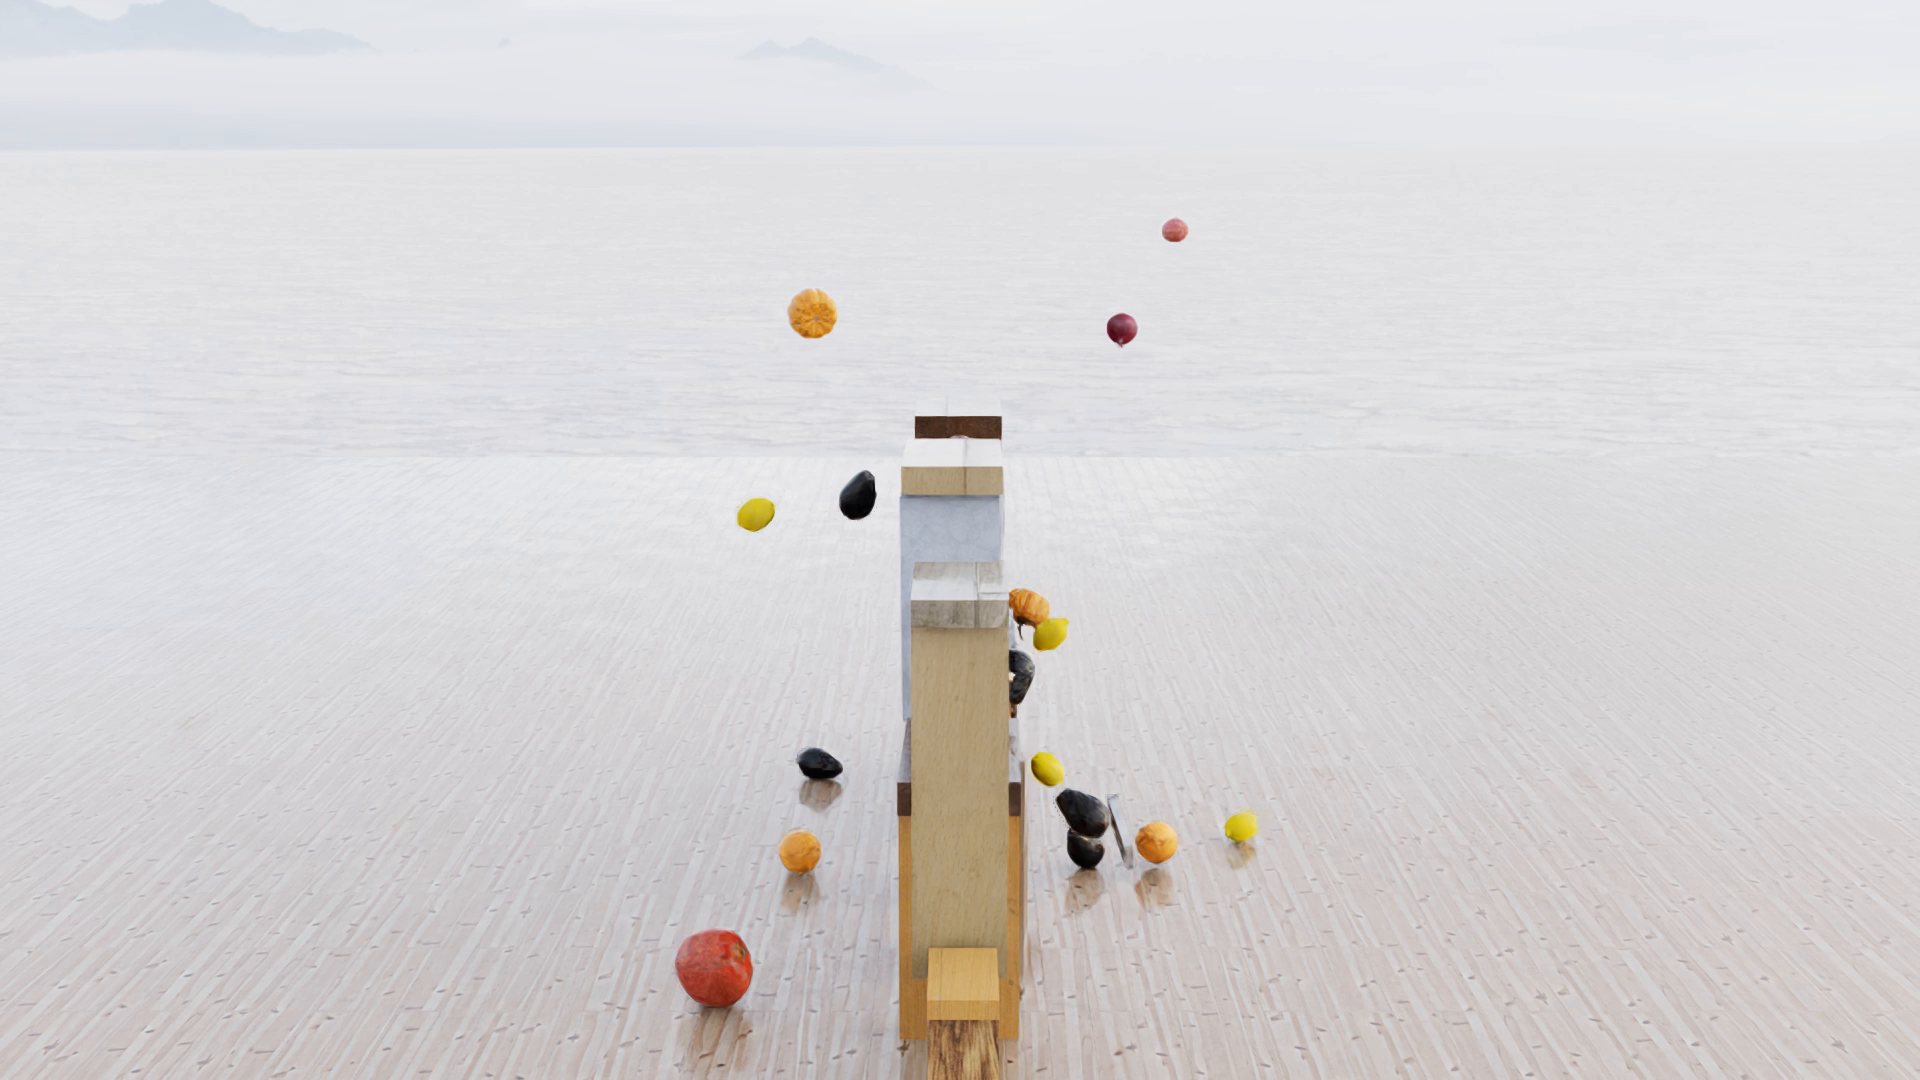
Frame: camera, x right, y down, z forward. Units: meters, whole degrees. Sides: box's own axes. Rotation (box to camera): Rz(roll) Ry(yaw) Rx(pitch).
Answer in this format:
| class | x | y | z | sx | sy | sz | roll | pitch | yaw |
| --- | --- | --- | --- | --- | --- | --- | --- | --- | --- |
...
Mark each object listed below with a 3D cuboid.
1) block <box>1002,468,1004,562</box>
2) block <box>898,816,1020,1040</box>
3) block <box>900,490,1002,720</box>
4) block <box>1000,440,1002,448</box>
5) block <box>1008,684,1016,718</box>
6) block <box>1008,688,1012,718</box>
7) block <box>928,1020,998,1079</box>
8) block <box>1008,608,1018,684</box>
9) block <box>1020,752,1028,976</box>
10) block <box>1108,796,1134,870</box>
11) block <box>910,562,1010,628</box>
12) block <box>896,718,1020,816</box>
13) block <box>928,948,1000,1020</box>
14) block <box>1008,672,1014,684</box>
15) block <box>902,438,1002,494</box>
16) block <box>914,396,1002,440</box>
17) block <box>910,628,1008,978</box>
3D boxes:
| class | x | y | z | sx | sy | sz | roll | pitch | yaw |
| --- | --- | --- | --- | --- | --- | --- | --- | --- | --- |
| block | -0.005 | 0.036 | 3.587 | 0.153 | 0.305 | 0.043 | 0 | 14 | 0 |
| block | -0.001 | 0.530 | 3.073 | 0.167 | 0.335 | 0.047 | 0 | 11 | 0 |
| block | -0.013 | 0.101 | 3.391 | 0.153 | 0.364 | 0.043 | 1 | 14 | 7 |
| block | -0.002 | -0.034 | 3.962 | 0.154 | 0.308 | 0.044 | 0 | 8 | 2 |
| block | 0.005 | 0.400 | 3.714 | 0.178 | 0.356 | 0.050 | 0 | 11 | 0 |
| block | 0.004 | 0.294 | 3.474 | 0.153 | 0.043 | 0.305 | 0 | 10 | 0 |
| block | 0.004 | 0.671 | 2.746 | 0.089 | 0.177 | 0.025 | 0 | 11 | 0 |
| block | 0.005 | 0.179 | 3.794 | 0.178 | 0.050 | 0.356 | 0 | 11 | 0 |
| block | 0.016 | 0.485 | 3.318 | 0.167 | 0.335 | 0.047 | 2 | 11 | 9 |
| block | 0.248 | 0.451 | 3.397 | 0.013 | 0.045 | 0.125 | -10 | 31 | -4 |
| block | 0.000 | 0.070 | 2.906 | 0.125 | 0.035 | 0.250 | 0 | 11 | 0 |
| block | 0.001 | 0.322 | 3.149 | 0.167 | 0.047 | 0.335 | 0 | 11 | 1 |
| block | 0.004 | 0.561 | 2.786 | 0.089 | 0.025 | 0.177 | 0 | 11 | 0 |
| block | 0.033 | 0.200 | 3.335 | 0.091 | 0.013 | 0.045 | 27 | -38 | -33 |
| block | -0.012 | -0.116 | 3.445 | 0.153 | 0.043 | 0.305 | 0 | 10 | 0 |
| block | -0.003 | -0.225 | 4.026 | 0.154 | 0.044 | 0.308 | 0 | 11 | 0 |
| block | 0.000 | 0.339 | 2.870 | 0.125 | 0.479 | 0.035 | 0 | 10 | 0 |
